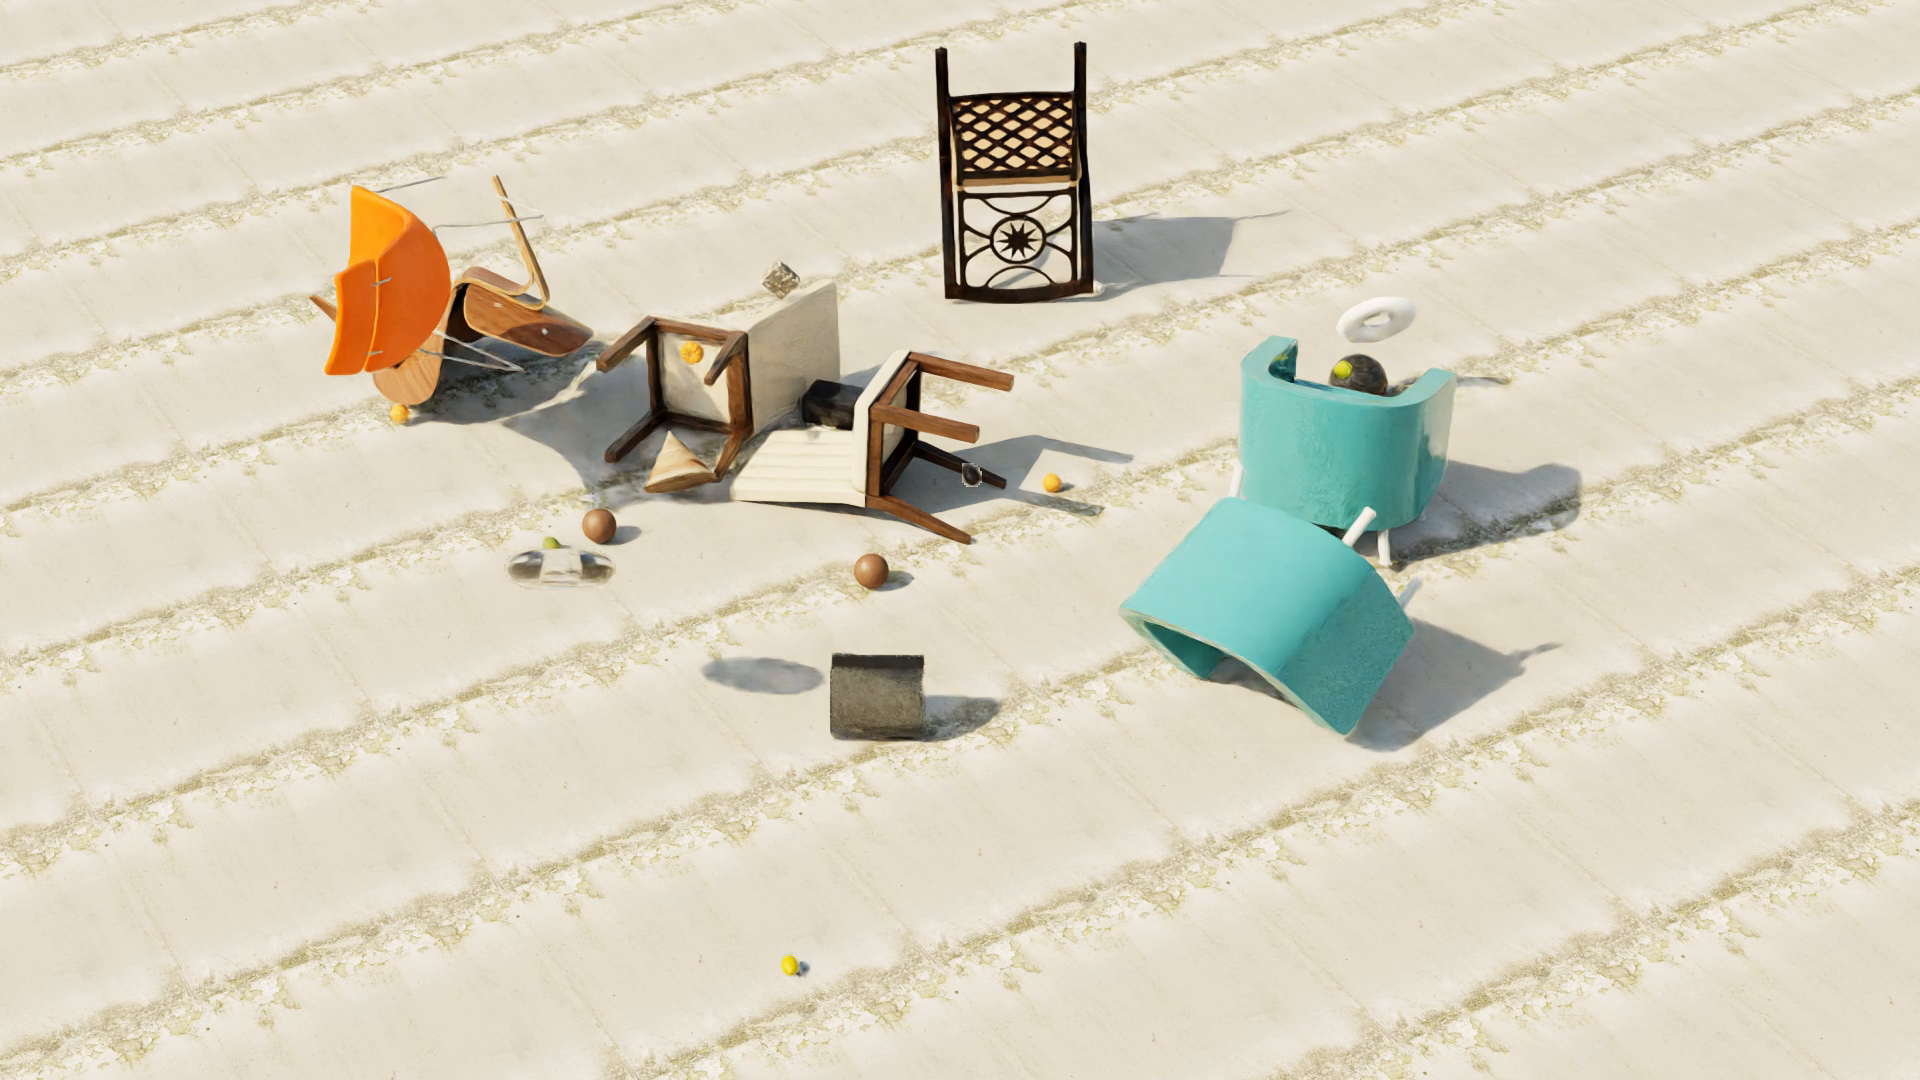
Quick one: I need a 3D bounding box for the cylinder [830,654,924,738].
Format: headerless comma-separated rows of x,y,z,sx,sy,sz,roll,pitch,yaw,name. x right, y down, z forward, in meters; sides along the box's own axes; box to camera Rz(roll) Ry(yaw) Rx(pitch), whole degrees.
-0.279,0.525,9.886,0.308,0.289,0.191,1,17,0,cylinder

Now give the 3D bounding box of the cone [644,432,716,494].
-1.083,-0.316,11.132,0.280,0.239,0.209,-12,78,-4,cone

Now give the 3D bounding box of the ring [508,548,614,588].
-1.312,0.095,9.627,0.348,0.099,0.394,-1,-8,4,ring

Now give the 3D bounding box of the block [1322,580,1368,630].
1.376,0.232,10.476,0.076,0.109,0.145,-30,40,-10,block

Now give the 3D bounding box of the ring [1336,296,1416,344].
1.644,-0.868,11.572,0.272,0.347,0.059,19,56,-36,ring

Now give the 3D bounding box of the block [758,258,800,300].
-0.704,-1.019,11.466,0.109,0.119,0.049,-40,35,17,block

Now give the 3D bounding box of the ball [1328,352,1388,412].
1.586,-0.628,11.685,0.234,0.234,0.234,0,33,0,ball

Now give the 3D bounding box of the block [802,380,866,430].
-0.502,-0.538,11.659,0.209,0.111,0.153,11,35,16,block
